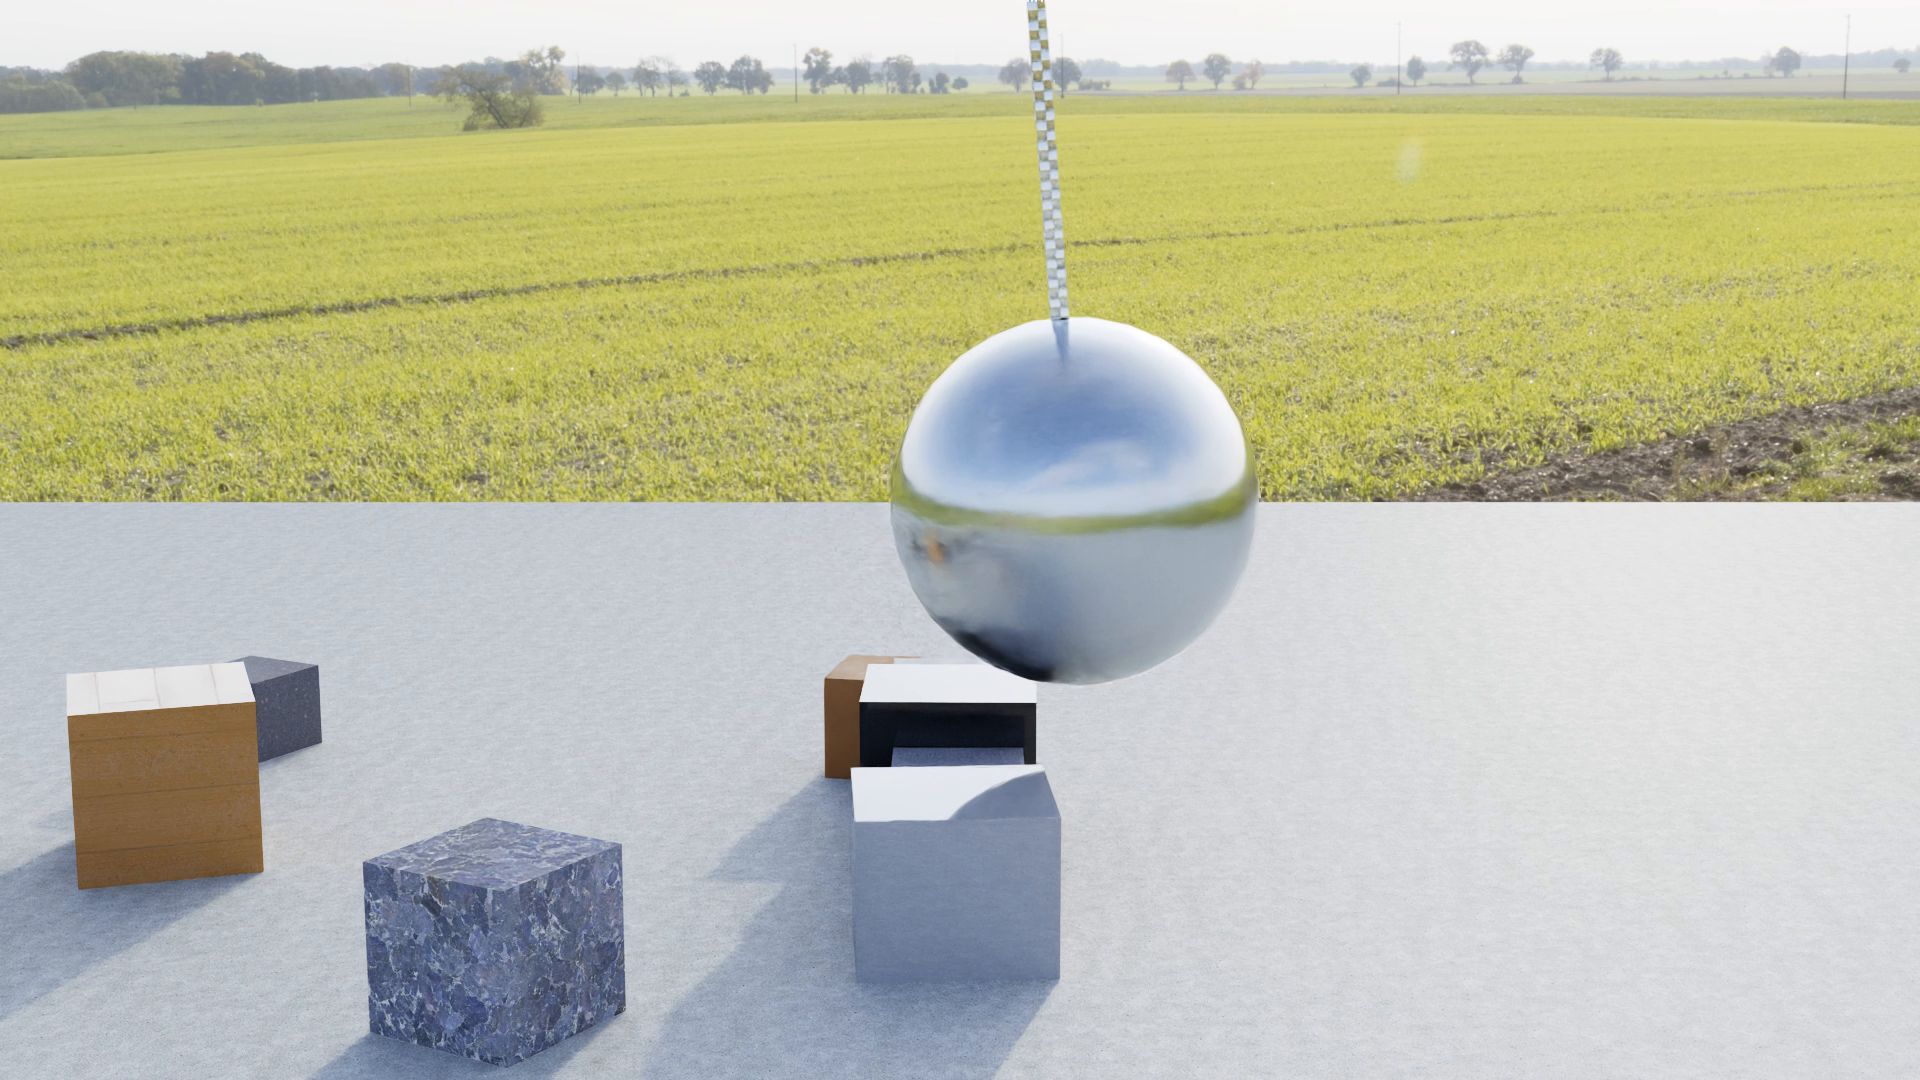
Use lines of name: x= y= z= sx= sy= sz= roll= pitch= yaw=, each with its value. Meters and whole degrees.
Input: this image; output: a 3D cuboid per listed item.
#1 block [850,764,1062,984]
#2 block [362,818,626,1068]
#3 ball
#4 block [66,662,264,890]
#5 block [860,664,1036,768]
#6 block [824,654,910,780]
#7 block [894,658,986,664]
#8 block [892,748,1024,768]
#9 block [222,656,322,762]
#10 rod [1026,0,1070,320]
block: x=-0.030 y=1.337 z=10.377 sx=0.800 sy=0.657 sz=0.778 roll=-1 pitch=10 yaw=-4
block: x=-1.729 y=1.483 z=9.572 sx=0.669 sy=0.657 sz=0.671 roll=6 pitch=12 yaw=31
ball: x=0.493 y=-0.168 z=11.150 sx=1.600 sy=1.600 sz=1.600 roll=0 pitch=10 yaw=0
block: x=-3.605 y=1.048 z=11.616 sx=0.784 sy=0.781 sz=0.815 roll=-4 pitch=11 yaw=-19
block: x=-0.046 y=1.031 z=11.718 sx=0.779 sy=0.780 sz=0.739 roll=0 pitch=10 yaw=1
block: x=-0.346 y=0.909 z=13.122 sx=0.579 sy=0.517 sz=0.549 roll=2 pitch=10 yaw=11
block: x=0.000 y=0.964 z=12.432 sx=0.650 sy=0.656 sz=0.666 roll=0 pitch=10 yaw=0
block: x=-0.009 y=1.249 z=11.082 sx=0.571 sy=0.577 sz=0.570 roll=0 pitch=10 yaw=0
block: x=-3.716 y=0.886 z=13.517 sx=0.480 sy=0.422 sz=0.472 roll=6 pitch=12 yaw=28
rod: x=0.214 y=-3.502 z=10.544 sx=0.080 sy=5.200 sz=0.080 roll=-5 pitch=10 yaw=1
